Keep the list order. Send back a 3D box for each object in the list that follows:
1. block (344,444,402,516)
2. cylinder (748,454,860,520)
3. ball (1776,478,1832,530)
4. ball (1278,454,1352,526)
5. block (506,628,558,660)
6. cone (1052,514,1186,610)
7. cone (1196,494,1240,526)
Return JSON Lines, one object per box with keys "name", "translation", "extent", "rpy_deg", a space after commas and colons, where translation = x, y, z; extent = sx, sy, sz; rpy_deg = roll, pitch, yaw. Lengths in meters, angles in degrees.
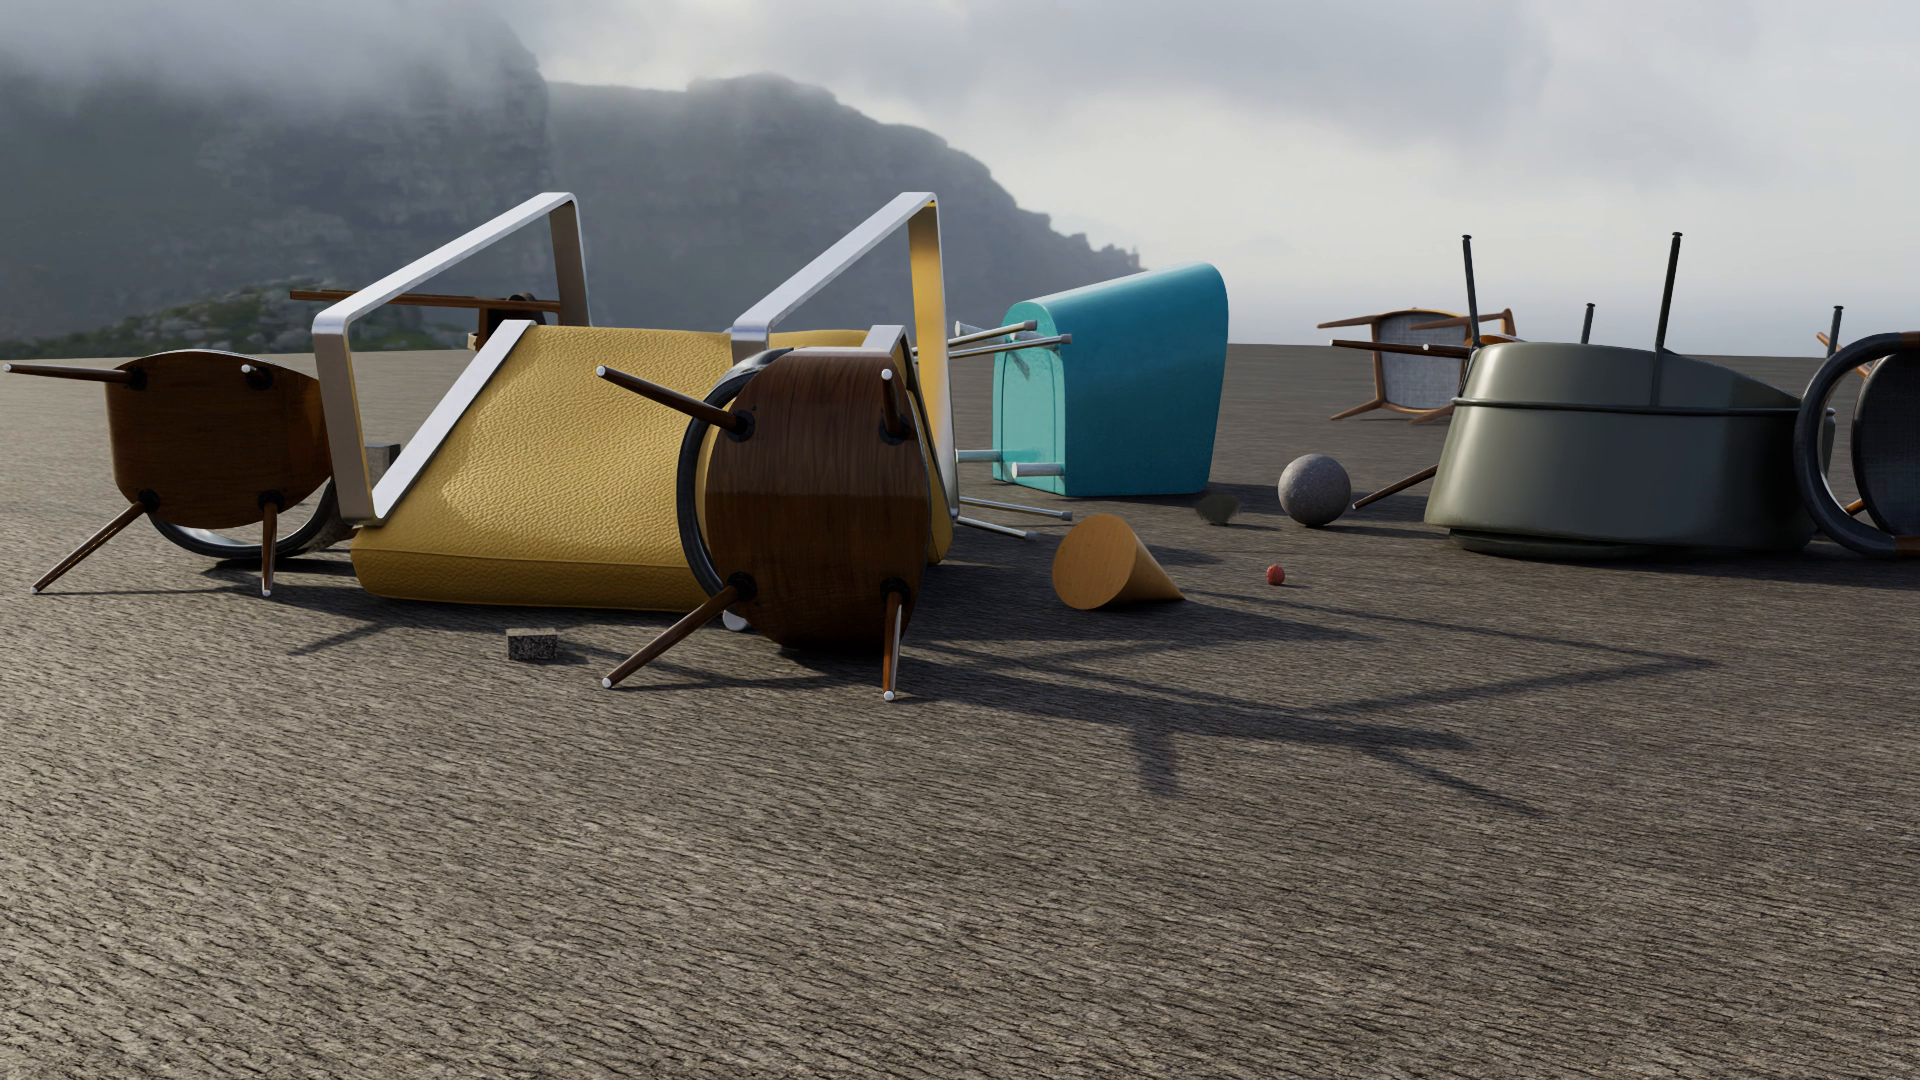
{"name": "block", "translation": [-1.631, -0.169, 7.132], "extent": [0.109, 0.189, 0.136], "rpy_deg": [1, 6, 8]}
{"name": "cylinder", "translation": [-0.430, -0.148, 7.082], "extent": [0.318, 0.157, 0.298], "rpy_deg": [5, 7, 38]}
{"name": "ball", "translation": [2.184, -0.092, 6.642], "extent": [0.137, 0.137, 0.137], "rpy_deg": [0, 6, 0]}
{"name": "ball", "translation": [0.934, -0.132, 6.759], "extent": [0.191, 0.191, 0.191], "rpy_deg": [0, 6, 0]}
{"name": "block", "translation": [-0.746, 0.180, 4.463], "extent": [0.083, 0.041, 0.091], "rpy_deg": [-1, 6, -12]}
{"name": "cone", "translation": [0.364, 0.082, 5.167], "extent": [0.256, 0.199, 0.256], "rpy_deg": [22, -10, -34]}
{"name": "cone", "translation": [0.688, -0.060, 6.791], "extent": [0.119, 0.107, 0.067], "rpy_deg": [12, 42, -17]}
